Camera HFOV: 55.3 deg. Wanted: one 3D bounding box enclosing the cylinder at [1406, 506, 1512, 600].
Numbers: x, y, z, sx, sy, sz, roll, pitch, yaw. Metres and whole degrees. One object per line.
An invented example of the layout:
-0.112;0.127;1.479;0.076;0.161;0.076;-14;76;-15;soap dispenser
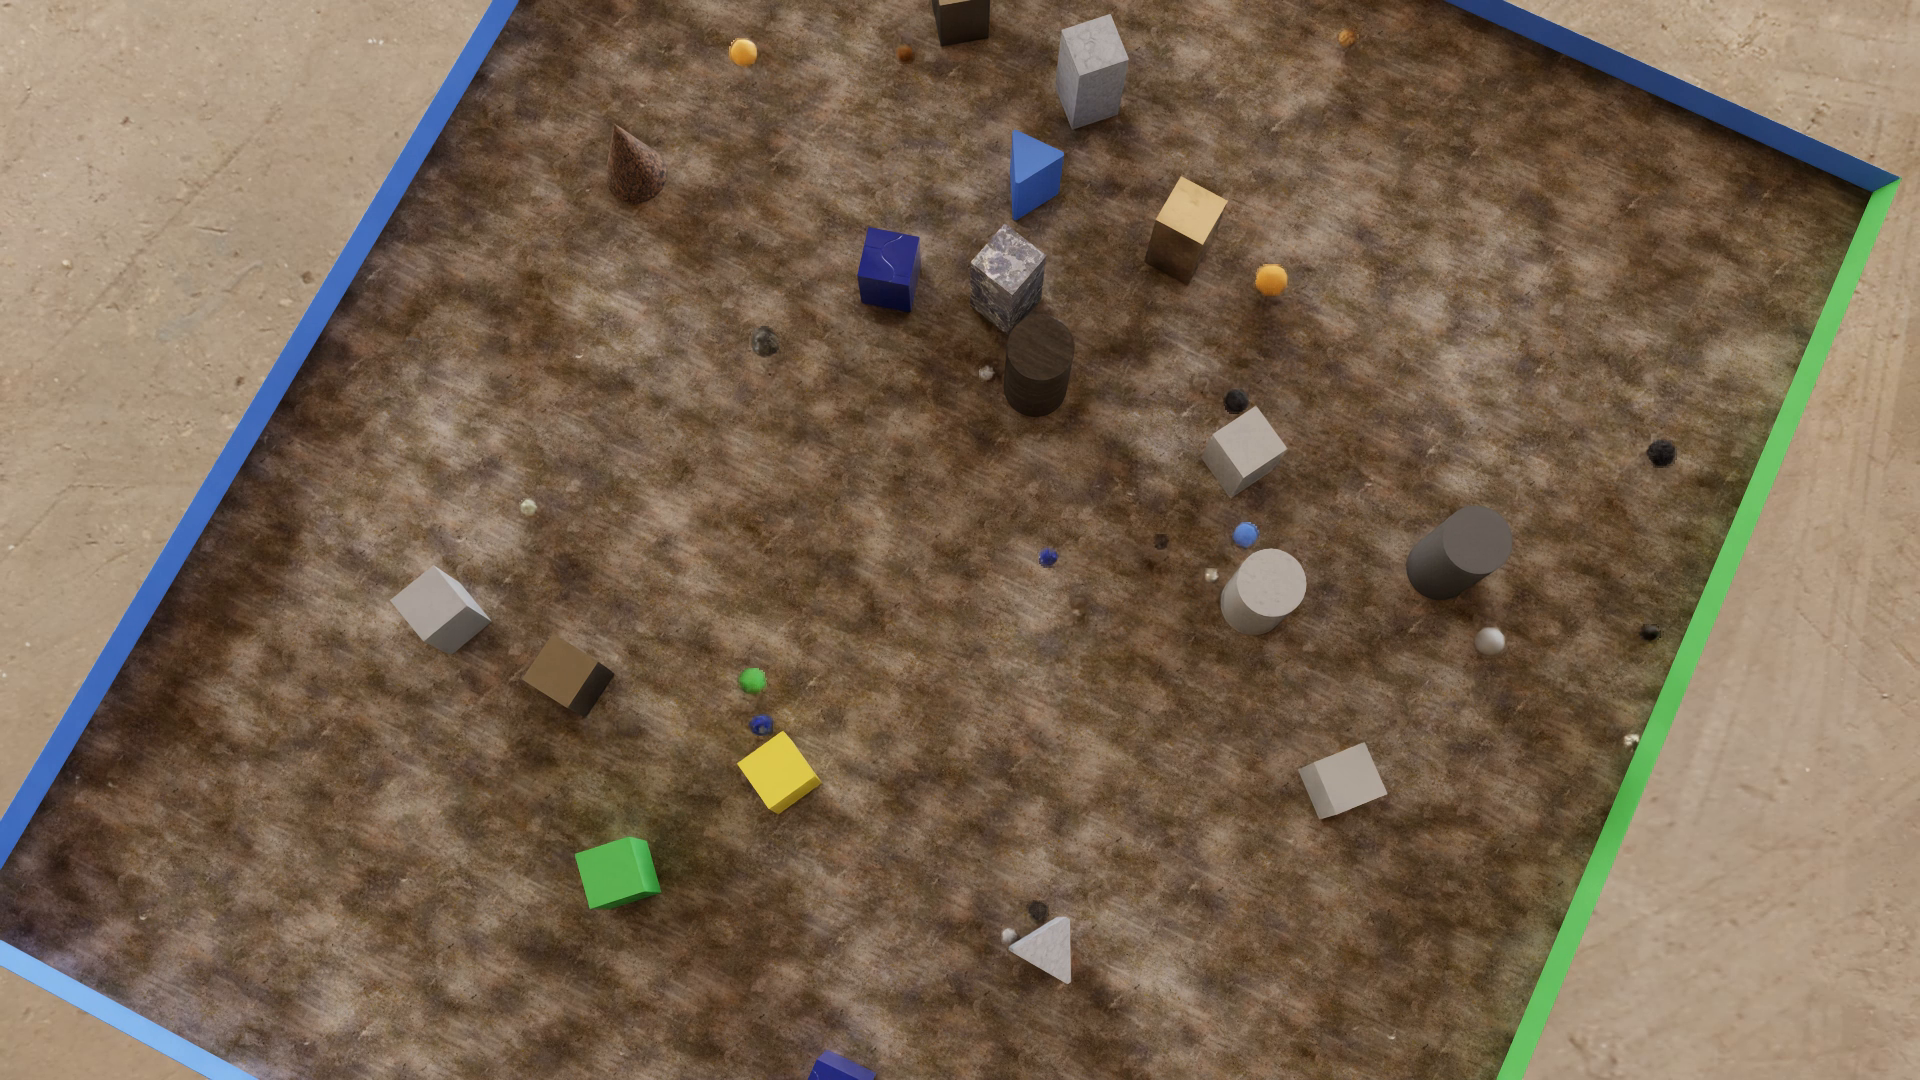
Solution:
1.462;0.043;5.387;0.198;0.432;0.198;0;78;0;cylinder

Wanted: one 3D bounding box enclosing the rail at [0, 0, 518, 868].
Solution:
-1.872;-0.910;5.738;0.045;0.129;4.684;26;80;5;rail

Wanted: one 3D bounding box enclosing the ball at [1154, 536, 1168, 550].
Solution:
0.613;0.007;5.593;0.044;0.044;0.044;0;78;0;ball

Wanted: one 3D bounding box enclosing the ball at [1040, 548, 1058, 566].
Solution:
0.271;0.050;5.579;0.054;0.054;0.054;0;78;0;ball

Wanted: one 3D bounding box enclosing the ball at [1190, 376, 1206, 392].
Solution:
0.741;-0.485;5.690;0.052;0.052;0.052;0;78;0;ball

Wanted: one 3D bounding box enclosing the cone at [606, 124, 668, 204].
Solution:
-1.035;-1.209;5.672;0.198;0.381;0.198;0;78;0;cone

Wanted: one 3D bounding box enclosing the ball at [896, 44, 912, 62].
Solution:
-0.179;-1.573;5.915;0.054;0.054;0.054;0;78;0;ball

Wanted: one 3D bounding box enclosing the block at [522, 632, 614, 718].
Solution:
-1.150;0.402;5.399;0.159;0.262;0.159;31;80;6;block

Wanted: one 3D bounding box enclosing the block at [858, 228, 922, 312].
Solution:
-0.216;-0.832;5.661;0.159;0.251;0.159;11;79;2;block

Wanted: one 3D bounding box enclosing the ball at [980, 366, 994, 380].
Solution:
0.084;-0.520;5.702;0.043;0.043;0.043;0;78;0;ball

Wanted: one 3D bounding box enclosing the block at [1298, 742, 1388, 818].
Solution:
1.112;0.704;5.341;0.159;0.254;0.159;-21;79;-4;block

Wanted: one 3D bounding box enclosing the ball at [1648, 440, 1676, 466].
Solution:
2.155;-0.268;5.631;0.080;0.080;0.080;0;78;0;ball

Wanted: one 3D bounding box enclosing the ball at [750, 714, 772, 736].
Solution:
-0.595;0.553;5.469;0.065;0.065;0.065;0;78;0;ball

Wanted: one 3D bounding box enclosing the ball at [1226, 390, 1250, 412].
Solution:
0.858;-0.431;5.669;0.072;0.072;0.072;0;78;0;ball

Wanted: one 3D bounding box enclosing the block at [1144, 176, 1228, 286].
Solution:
0.690;-0.945;5.628;0.159;0.360;0.159;29;80;6;block

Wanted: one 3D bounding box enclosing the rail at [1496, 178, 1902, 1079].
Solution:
1.872;0.923;5.359;0.045;0.129;4.684;26;80;5;rail

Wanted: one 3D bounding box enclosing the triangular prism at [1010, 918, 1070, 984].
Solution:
0.253;1.124;5.132;0.172;0.494;0.149;29;80;6;triangular prism

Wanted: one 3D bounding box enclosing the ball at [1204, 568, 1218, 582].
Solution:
0.765;0.108;5.573;0.041;0.041;0.041;0;78;0;ball

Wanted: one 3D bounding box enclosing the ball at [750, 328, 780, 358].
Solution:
-0.606;-0.613;5.698;0.089;0.089;0.089;0;78;0;ball

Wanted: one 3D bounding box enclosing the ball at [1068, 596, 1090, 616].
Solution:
0.361;0.198;5.544;0.062;0.062;0.062;0;78;0;ball

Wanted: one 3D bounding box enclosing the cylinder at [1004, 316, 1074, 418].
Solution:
0.234;-0.519;5.521;0.198;0.397;0.198;0;78;0;cylinder

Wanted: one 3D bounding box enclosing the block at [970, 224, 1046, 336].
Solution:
0.143;-0.788;5.582;0.159;0.387;0.159;39;81;7;block

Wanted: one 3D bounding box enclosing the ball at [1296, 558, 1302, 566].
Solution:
1.013;0.078;5.573;0.054;0.054;0.054;0;78;0;ball

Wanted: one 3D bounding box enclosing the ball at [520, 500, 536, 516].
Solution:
-1.323;-0.099;5.613;0.048;0.048;0.048;0;78;0;ball

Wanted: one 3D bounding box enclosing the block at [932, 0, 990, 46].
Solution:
0.001;-1.720;5.833;0.159;0.273;0.159;-11;79;-2;block

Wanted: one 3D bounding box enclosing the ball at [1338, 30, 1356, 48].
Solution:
1.252;-1.620;5.923;0.057;0.057;0.057;0;78;0;ball

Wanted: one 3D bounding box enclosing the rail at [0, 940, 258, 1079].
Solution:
-1.037;2.037;5.128;4.233;0.129;0.045;26;80;5;rail

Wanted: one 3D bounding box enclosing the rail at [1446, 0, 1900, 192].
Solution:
1.037;-2.024;5.969;4.233;0.129;0.045;26;80;5;rail

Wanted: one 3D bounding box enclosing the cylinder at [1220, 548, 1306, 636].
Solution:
0.891;0.157;5.407;0.198;0.347;0.198;0;78;0;cylinder

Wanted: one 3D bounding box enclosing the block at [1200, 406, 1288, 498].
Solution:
0.854;-0.262;5.533;0.159;0.271;0.159;-33;80;-6;block

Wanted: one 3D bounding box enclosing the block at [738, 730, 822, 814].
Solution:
-0.522;0.680;5.335;0.159;0.275;0.159;-35;80;-7;block

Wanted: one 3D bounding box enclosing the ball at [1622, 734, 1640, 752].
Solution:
2.005;0.606;5.464;0.053;0.053;0.053;0;78;0;ball

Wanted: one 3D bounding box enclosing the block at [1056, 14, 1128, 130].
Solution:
0.408;-1.456;5.721;0.159;0.385;0.159;-19;79;-4;block

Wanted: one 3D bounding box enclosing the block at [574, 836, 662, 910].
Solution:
-0.979;0.959;5.267;0.159;0.297;0.159;-18;79;-4;block

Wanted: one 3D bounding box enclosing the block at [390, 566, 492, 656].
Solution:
-1.533;0.211;5.427;0.159;0.287;0.159;-40;81;-8;block

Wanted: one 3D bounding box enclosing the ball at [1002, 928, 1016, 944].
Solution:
0.144;1.157;5.355;0.043;0.043;0.043;0;78;0;ball

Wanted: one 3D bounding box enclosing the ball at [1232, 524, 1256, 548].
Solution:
0.868;-0.013;5.583;0.072;0.072;0.072;0;78;0;ball

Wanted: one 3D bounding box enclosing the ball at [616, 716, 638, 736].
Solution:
-0.994;0.555;5.470;0.063;0.063;0.063;0;78;0;ball

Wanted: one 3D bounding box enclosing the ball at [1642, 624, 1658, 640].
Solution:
2.083;0.280;5.534;0.047;0.047;0.047;0;78;0;ball

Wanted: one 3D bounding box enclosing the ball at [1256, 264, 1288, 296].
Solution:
0.975;-0.811;5.734;0.099;0.099;0.099;0;78;0;ball

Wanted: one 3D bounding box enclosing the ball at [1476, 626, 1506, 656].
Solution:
1.594;0.305;5.509;0.086;0.086;0.086;0;78;0;ball

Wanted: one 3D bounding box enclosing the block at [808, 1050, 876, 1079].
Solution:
-0.346;1.540;5.100;0.159;0.387;0.159;24;79;5;block

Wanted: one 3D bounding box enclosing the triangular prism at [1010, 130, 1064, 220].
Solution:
0.204;-1.155;5.702;0.172;0.300;0.149;-33;80;-6;triangular prism

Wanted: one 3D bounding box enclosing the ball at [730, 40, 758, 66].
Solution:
-0.695;-1.568;5.897;0.086;0.086;0.086;0;78;0;ball

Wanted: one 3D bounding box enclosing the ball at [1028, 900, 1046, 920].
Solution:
0.228;1.084;5.365;0.053;0.053;0.053;0;78;0;ball

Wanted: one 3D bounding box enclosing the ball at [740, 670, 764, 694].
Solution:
-0.624;0.425;5.490;0.075;0.075;0.075;0;78;0;ball
